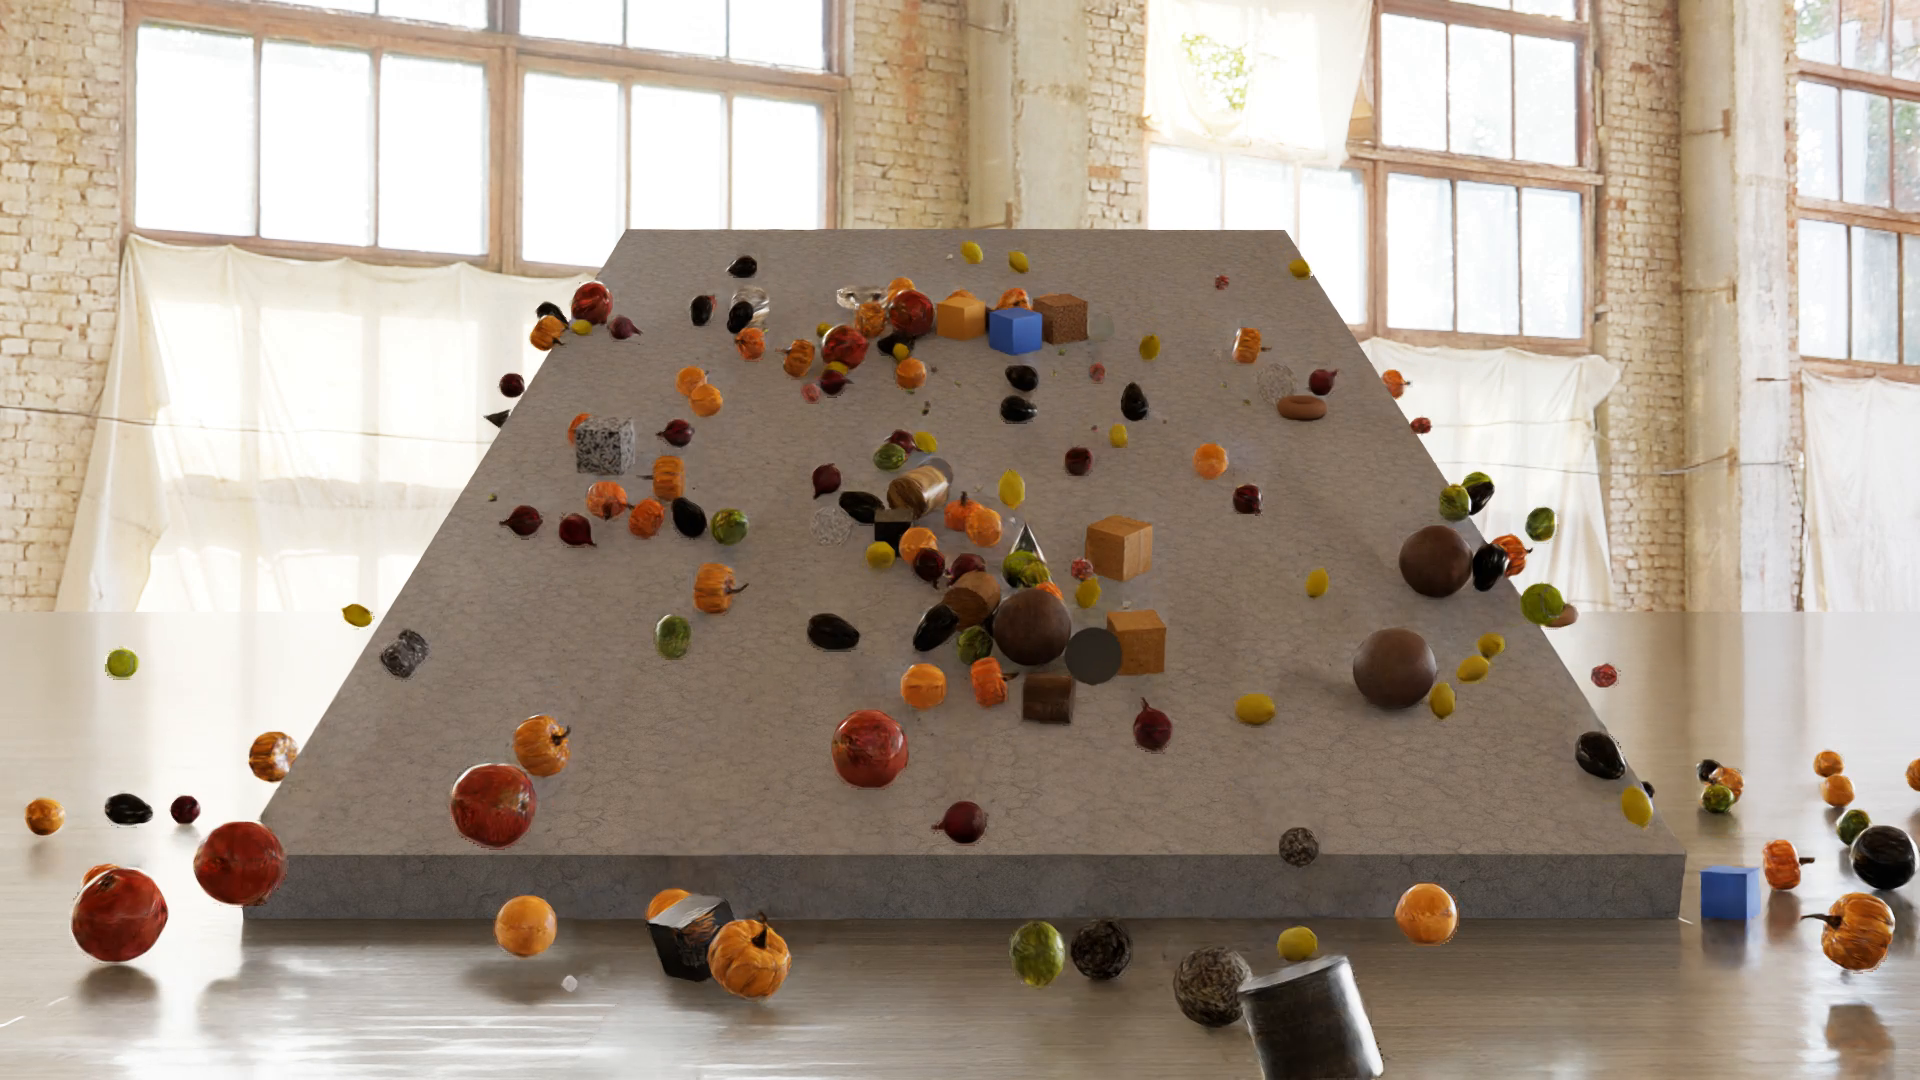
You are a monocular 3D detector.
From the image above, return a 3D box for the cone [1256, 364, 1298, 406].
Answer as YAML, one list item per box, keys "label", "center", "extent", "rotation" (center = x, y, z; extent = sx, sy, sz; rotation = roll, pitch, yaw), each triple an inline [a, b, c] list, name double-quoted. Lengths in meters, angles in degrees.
- label: "cone"
  center: [0.726, -0.347, 5.197]
  extent: [0.096, 0.096, 0.096]
  rotation: [0, -7, 8]

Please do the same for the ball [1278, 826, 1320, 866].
- label: "ball"
  center: [0.462, 0.418, 3.092]
  extent: [0.054, 0.054, 0.054]
  rotation: [0, -2, 0]

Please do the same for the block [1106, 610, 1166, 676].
- label: "block"
  center: [0.289, 0.169, 3.732]
  extent: [0.080, 0.080, 0.080]
  rotation: [-3, 20, -8]

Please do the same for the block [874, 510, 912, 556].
- label: "block"
  center: [-0.125, -0.013, 4.243]
  extent: [0.069, 0.069, 0.069]
  rotation: [0, 20, -1]

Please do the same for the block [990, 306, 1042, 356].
- label: "block"
  center: [0.137, -0.514, 5.579]
  extent: [0.091, 0.091, 0.091]
  rotation: [-15, 25, -35]

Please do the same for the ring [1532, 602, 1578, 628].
- label: "ring"
  center: [1.028, 0.129, 3.916]
  extent: [0.077, 0.026, 0.077]
  rotation: [-7, 18, 2]

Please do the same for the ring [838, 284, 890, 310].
- label: "ring"
  center: [-0.253, -0.639, 5.984]
  extent: [0.143, 0.048, 0.143]
  rotation: [1, 19, 0]

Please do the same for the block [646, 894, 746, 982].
- label: "block"
  center: [-0.309, 0.466, 2.661]
  extent: [0.071, 0.071, 0.071]
  rotation: [-29, 18, -38]

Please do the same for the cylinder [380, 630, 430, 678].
- label: "cylinder"
  center: [-0.891, 0.183, 3.643]
  extent: [0.055, 0.055, 0.055]
  rotation: [-1, 39, 39]

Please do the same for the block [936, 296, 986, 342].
- label: "block"
  center: [0.003, -0.555, 5.695]
  extent: [0.087, 0.087, 0.087]
  rotation: [15, 25, 36]

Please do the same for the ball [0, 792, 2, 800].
- label: "ball"
  center: [-2.062, 0.544, 4.803]
  extent: [0.060, 0.060, 0.060]
  rotation: [0, -2, 0]

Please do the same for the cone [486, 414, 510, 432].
- label: "cone"
  center: [-1.044, -0.272, 5.099]
  extent: [0.055, 0.055, 0.055]
  rotation: [28, -11, -17]

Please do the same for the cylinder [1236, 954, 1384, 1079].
- label: "cylinder"
  center: [0.291, 0.407, 1.891]
  extent: [0.096, 0.096, 0.096]
  rotation: [-17, -6, -2]

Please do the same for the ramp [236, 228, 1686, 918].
- label: "ramp"
  center: [-0.005, -0.208, 5.021]
  extent: [2.000, 0.100, 4.000]
  rotation: [0, 20, 0]

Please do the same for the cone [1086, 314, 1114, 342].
- label: "cone"
  center: [0.345, -0.524, 5.692]
  extent: [0.072, 0.072, 0.072]
  rotation: [0, -7, -9]

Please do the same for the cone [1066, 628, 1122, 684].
- label: "cone"
  center: [0.227, 0.194, 3.720]
  extent: [0.093, 0.093, 0.093]
  rotation: [0, -7, 13]

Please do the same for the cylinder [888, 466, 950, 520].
- label: "cylinder"
  center: [-0.081, -0.092, 4.431]
  extent: [0.088, 0.088, 0.088]
  rotation: [-1, 16, 34]

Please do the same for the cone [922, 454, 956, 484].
- label: "cone"
  center: [-0.054, -0.126, 4.605]
  extent: [0.072, 0.072, 0.072]
  rotation: [1, -28, -22]

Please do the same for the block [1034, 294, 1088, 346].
- label: "block"
  center: [0.251, -0.552, 5.672]
  extent: [0.099, 0.099, 0.099]
  rotation: [-10, 23, -26]

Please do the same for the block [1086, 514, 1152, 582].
- label: "block"
  center: [0.290, 0.014, 4.145]
  extent: [0.087, 0.087, 0.087]
  rotation: [16, 25, 37]

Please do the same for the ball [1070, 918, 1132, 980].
- label: "ball"
  center: [0.164, 0.477, 2.643]
  extent: [0.071, 0.071, 0.071]
  rotation: [0, -2, 0]

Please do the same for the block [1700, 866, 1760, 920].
- label: "block"
  center: [1.081, 0.495, 3.183]
  extent: [0.064, 0.064, 0.064]
  rotation: [-1, 0, 35]

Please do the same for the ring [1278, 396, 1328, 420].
- label: "ring"
  center: [0.764, -0.295, 5.063]
  extent: [0.111, 0.037, 0.111]
  rotation: [1, 20, 0]

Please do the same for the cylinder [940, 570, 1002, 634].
- label: "cylinder"
  center: [0.019, 0.106, 3.897]
  extent: [0.084, 0.084, 0.084]
  rotation: [-1, 22, 21]

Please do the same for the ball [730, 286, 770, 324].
- label: "ball"
  center: [-0.536, -0.600, 5.798]
  extent: [0.099, 0.099, 0.099]
  rotation: [0, -2, 0]

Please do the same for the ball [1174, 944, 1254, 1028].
- label: "ball"
  center: [0.263, 0.462, 2.351]
  extent: [0.084, 0.084, 0.084]
  rotation: [0, -2, 0]

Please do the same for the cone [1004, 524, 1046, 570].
- label: "cone"
  center: [0.121, 0.004, 4.182]
  extent: [0.080, 0.080, 0.080]
  rotation: [0, 20, 0]

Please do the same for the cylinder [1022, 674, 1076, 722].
- label: "cylinder"
  center: [0.138, 0.246, 3.530]
  extent: [0.073, 0.073, 0.073]
  rotation: [-2, -2, 12]

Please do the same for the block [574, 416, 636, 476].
- label: "block"
  center: [-0.735, -0.195, 4.699]
  extent: [0.096, 0.096, 0.096]
  rotation: [3, 20, 8]

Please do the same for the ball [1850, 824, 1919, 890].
- label: "ball"
  center: [1.418, 0.487, 3.481]
  extent: [0.099, 0.099, 0.099]
  rotation: [0, -2, 0]
